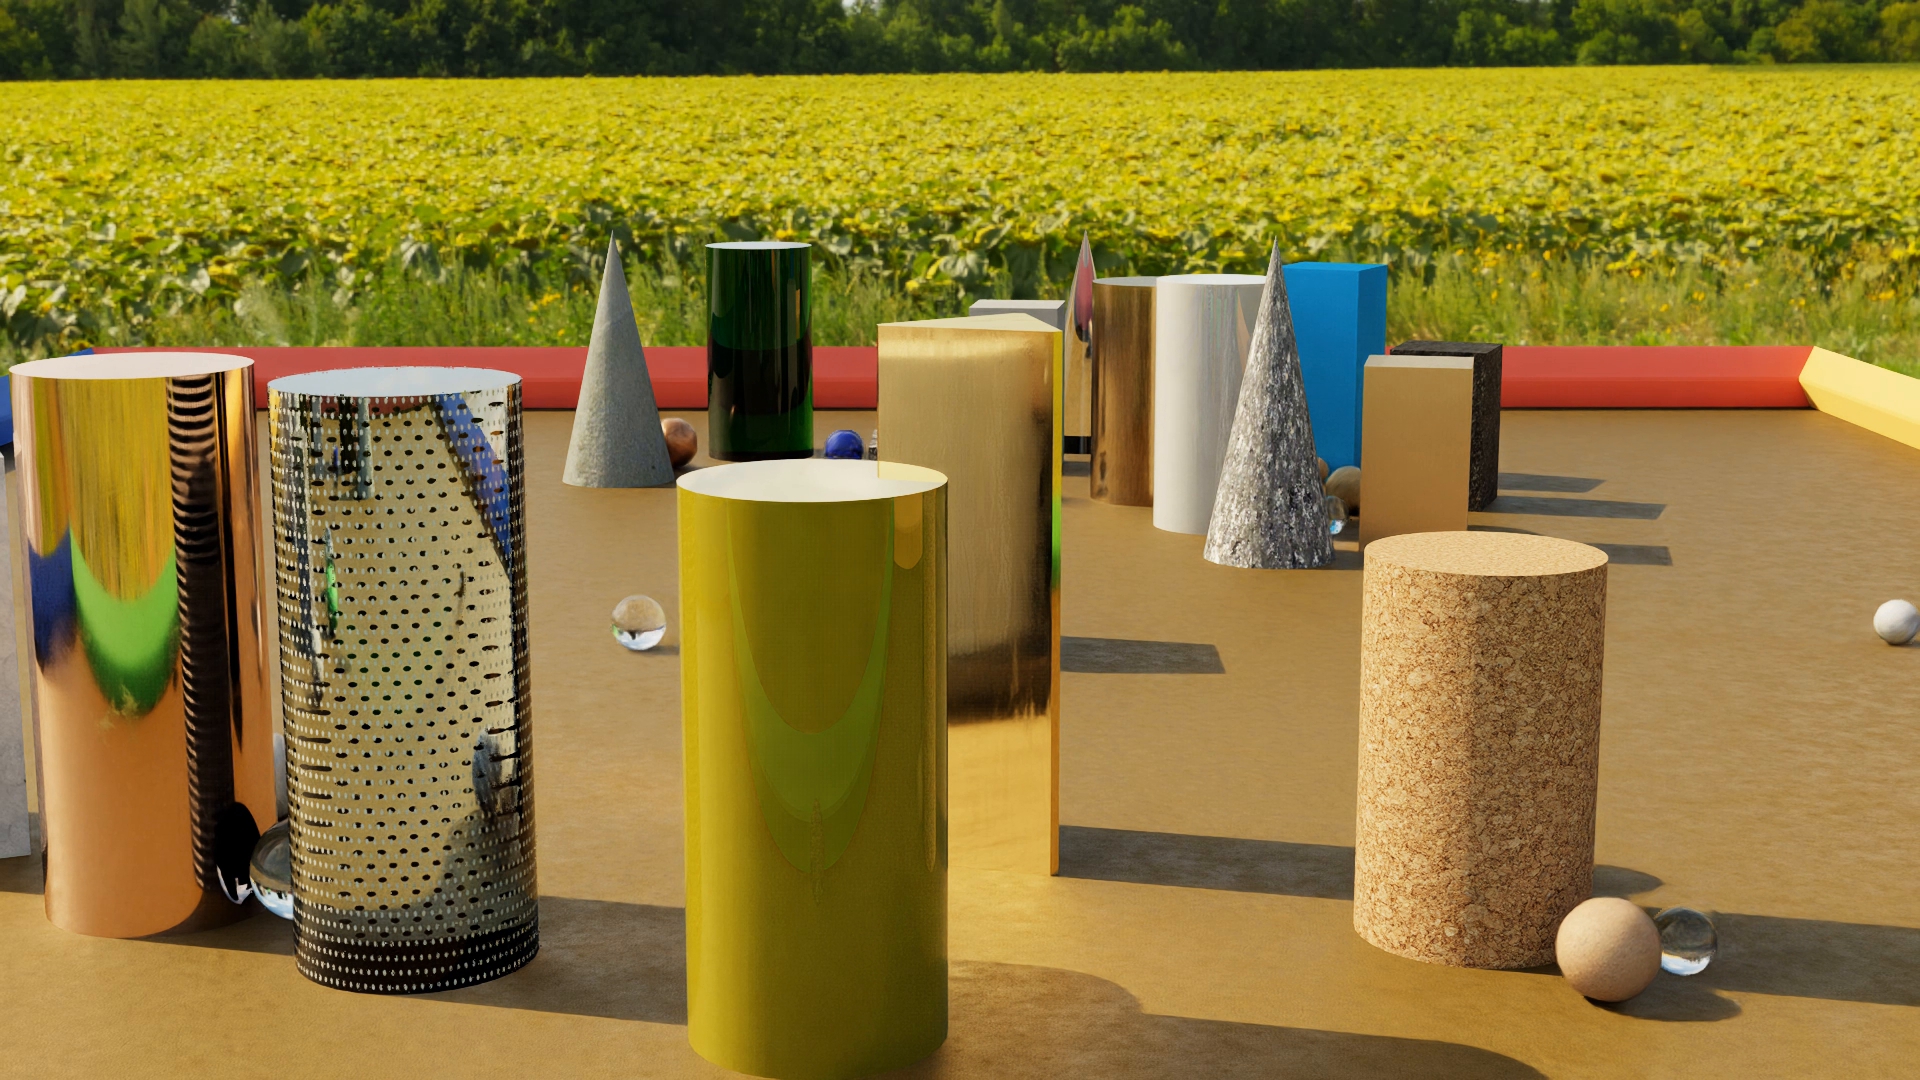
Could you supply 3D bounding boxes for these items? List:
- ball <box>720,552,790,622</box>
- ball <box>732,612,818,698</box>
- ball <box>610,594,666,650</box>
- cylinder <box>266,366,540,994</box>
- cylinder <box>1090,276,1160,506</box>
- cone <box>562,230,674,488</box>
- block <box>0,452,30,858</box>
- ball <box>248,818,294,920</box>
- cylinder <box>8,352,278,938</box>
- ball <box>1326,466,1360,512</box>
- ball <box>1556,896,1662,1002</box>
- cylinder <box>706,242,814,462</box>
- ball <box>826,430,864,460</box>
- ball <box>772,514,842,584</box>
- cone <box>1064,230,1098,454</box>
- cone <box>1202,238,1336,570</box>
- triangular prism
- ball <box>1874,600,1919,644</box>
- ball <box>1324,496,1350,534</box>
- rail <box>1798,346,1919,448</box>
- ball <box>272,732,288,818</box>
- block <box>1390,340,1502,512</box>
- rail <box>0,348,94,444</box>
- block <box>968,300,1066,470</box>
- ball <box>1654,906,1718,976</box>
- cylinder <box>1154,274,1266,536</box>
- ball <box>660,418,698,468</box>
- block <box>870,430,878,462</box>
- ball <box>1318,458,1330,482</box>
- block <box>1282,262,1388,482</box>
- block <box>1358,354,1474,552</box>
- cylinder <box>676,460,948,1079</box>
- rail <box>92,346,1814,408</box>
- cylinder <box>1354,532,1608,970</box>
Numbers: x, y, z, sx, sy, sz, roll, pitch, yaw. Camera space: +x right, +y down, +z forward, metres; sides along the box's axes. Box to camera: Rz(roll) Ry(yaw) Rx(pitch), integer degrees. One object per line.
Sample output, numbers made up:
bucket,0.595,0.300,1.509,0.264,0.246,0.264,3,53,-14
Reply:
ball,-0.271,0.062,3.397,0.093,0.093,0.093,0,10,0
ball,-0.216,0.135,2.989,0.099,0.099,0.099,0,10,0
ball,-0.405,0.104,3.232,0.070,0.070,0.070,0,10,0
cylinder,-0.451,0.108,2.091,0.199,0.478,0.199,0,10,0
cylinder,0.322,-0.255,4.353,0.199,0.368,0.199,0,10,0
cone,-0.609,-0.327,4.538,0.199,0.443,0.199,0,10,0
block,-0.974,0.102,2.403,0.159,0.376,0.159,-5,12,-25
ball,-0.566,0.283,2.212,0.090,0.090,0.090,0,10,0
cylinder,-0.702,0.085,2.223,0.199,0.475,0.199,0,10,0
ball,0.642,-0.084,4.236,0.076,0.076,0.076,0,10,0
ball,0.512,0.322,2.023,0.082,0.082,0.082,0,10,0
cylinder,-0.377,-0.356,4.828,0.199,0.395,0.199,0,10,0
ball,-0.211,-0.165,4.692,0.069,0.069,0.069,0,10,0
ball,-0.217,0.014,3.643,0.099,0.099,0.099,0,10,0
cone,0.240,-0.388,4.927,0.199,0.421,0.199,0,10,0
cone,0.465,-0.213,3.811,0.199,0.483,0.199,0,10,0
triangular prism,0.031,0.043,2.390,0.172,0.496,0.149,4,11,20
ball,1.195,0.104,3.271,0.056,0.056,0.056,0,10,0
ball,0.582,-0.039,4.032,0.060,0.060,0.060,0,10,0
rail,1.831,0.031,3.459,0.045,0.129,4.230,0,10,0
ball,-0.681,0.231,2.502,0.088,0.088,0.088,0,10,0
block,0.815,-0.194,4.315,0.159,0.263,0.159,4,11,21
rail,-1.831,0.035,3.438,0.045,0.129,4.230,0,10,0
block,0.105,-0.282,4.693,0.159,0.299,0.159,1,11,7
ball,0.586,0.325,2.080,0.055,0.055,0.055,0,10,0
cylinder,0.410,-0.219,4.089,0.199,0.394,0.199,0,10,0
ball,-0.525,-0.177,4.690,0.093,0.093,0.093,0,10,0
block,-0.031,0.003,3.238,0.159,0.267,0.159,0,10,1
ball,0.625,-0.122,4.516,0.048,0.048,0.048,0,10,0
block,0.660,-0.303,4.601,0.159,0.374,0.159,5,12,27
block,0.699,-0.132,3.926,0.159,0.283,0.159,2,11,12
cylinder,-0.108,0.165,1.923,0.199,0.427,0.199,0,10,0
rail,-0.012,-0.347,5.505,3.709,0.129,0.045,0,10,0
cylinder,0.437,0.171,2.163,0.199,0.327,0.199,0,10,0
